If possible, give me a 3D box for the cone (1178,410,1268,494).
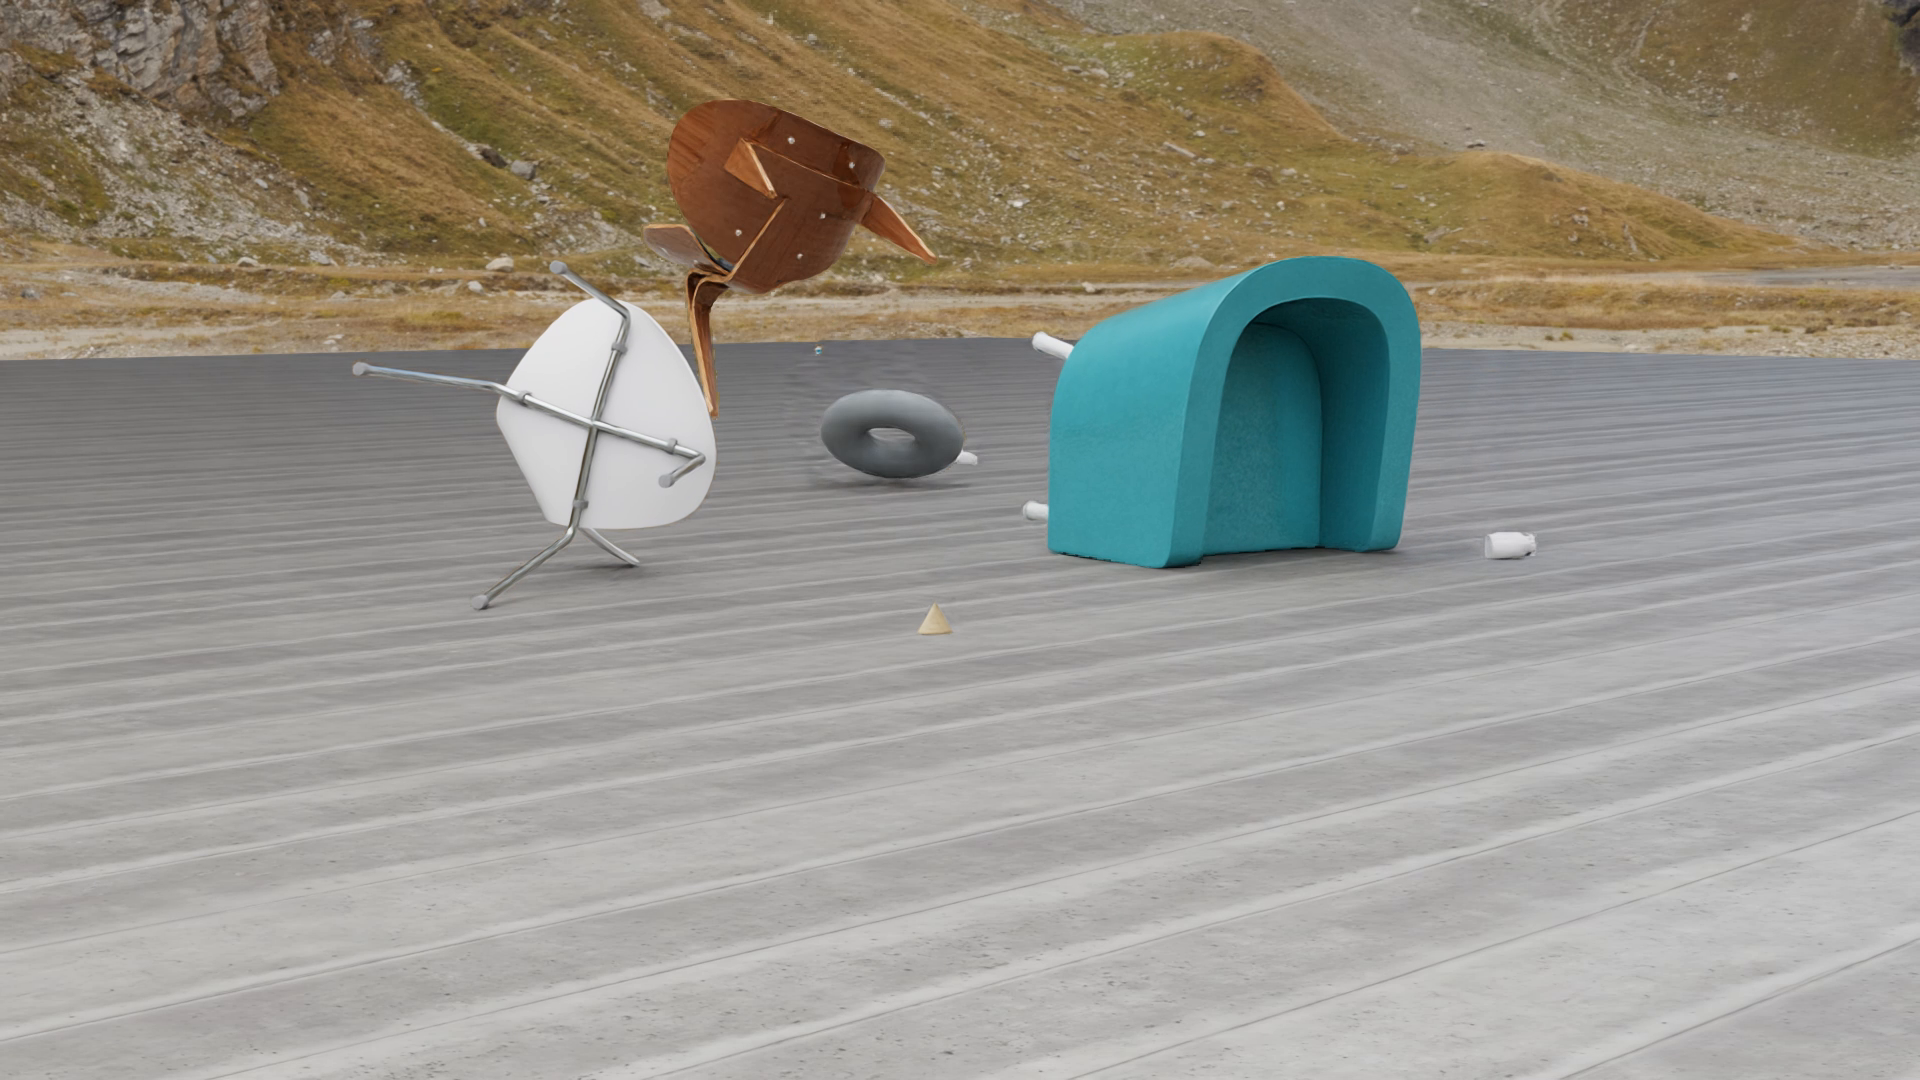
[{"bbox_3d":[0.846,-0.204,7.776,0.219,0.314,0.273,35,24,-12],"label":"cone"}]

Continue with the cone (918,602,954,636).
[{"bbox_3d":[-0.046,0.143,4.737,0.074,0.060,0.042,-3,7,-26],"label":"cone"}]

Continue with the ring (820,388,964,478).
[{"bbox_3d":[-0.214,-0.331,8.038,0.463,0.113,0.375,1,-38,15],"label":"ring"}]
